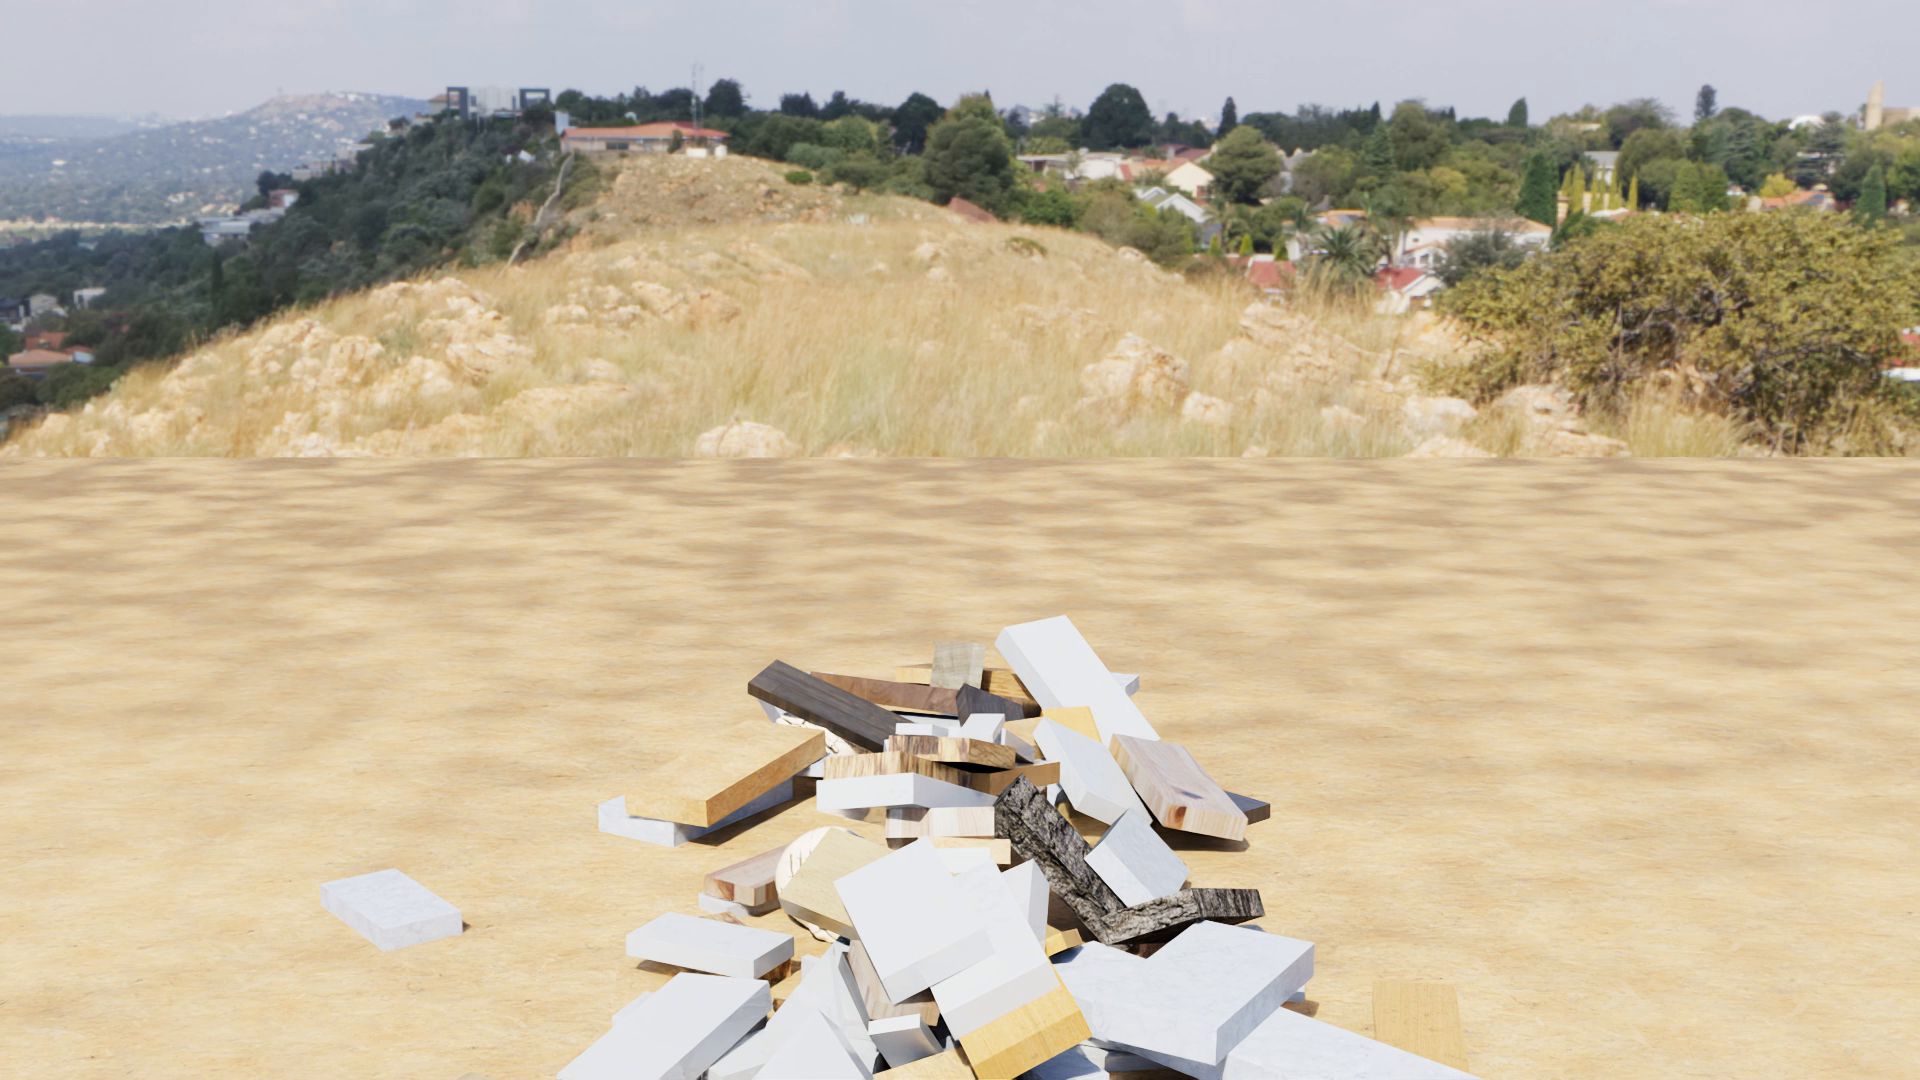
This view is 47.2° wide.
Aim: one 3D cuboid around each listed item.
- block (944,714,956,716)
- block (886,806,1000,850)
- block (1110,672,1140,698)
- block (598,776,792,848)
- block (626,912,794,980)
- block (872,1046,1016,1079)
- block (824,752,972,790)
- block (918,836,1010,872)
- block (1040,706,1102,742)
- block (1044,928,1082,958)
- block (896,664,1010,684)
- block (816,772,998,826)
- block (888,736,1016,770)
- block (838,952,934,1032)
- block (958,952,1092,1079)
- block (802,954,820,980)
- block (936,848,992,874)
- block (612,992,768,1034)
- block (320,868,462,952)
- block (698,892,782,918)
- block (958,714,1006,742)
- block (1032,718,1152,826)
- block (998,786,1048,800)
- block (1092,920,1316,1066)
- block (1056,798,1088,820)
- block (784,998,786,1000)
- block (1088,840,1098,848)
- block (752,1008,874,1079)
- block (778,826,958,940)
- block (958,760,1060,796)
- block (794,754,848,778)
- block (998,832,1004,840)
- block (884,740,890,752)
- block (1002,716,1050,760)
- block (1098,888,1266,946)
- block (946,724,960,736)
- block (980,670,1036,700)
[{"bbox_3d":[0.018,0.388,4.664,0.118,0.034,0.478,0,11,2],"label":"block"},{"bbox_3d":[-0.016,0.504,3.435,0.163,0.046,0.326,-2,-30,4],"label":"block"},{"bbox_3d":[0.277,0.326,4.996,0.237,0.034,0.118,4,11,20],"label":"block"},{"bbox_3d":[-0.488,0.486,4.092,0.175,0.050,0.351,7,12,32],"label":"block"},{"bbox_3d":[-0.375,0.609,3.303,0.226,0.032,0.113,5,12,27],"label":"block"},{"bbox_3d":[-0.037,0.716,2.803,0.234,0.033,0.117,-8,32,-37],"label":"block"},{"bbox_3d":[-0.094,0.371,3.440,0.130,0.037,0.261,-7,-16,24],"label":"block"},{"bbox_3d":[-0.004,0.531,3.395,0.138,0.039,0.276,3,-30,-3],"label":"block"},{"bbox_3d":[0.229,0.408,4.307,0.099,0.028,0.198,-3,41,-14],"label":"block"},{"bbox_3d":[0.087,0.601,3.139,0.166,0.024,0.083,-27,-14,14],"label":"block"},{"bbox_3d":[-0.016,0.308,5.002,0.237,0.034,0.118,2,2,36],"label":"block"},{"bbox_3d":[-0.074,0.413,3.437,0.163,0.046,0.326,-7,-16,24],"label":"block"},{"bbox_3d":[-0.010,0.342,3.527,0.131,0.037,0.261,0,-8,18],"label":"block"},{"bbox_3d":[-0.100,0.608,2.955,0.090,0.025,0.179,9,14,-18],"label":"block"},{"bbox_3d":[0.054,0.595,2.885,0.151,0.043,0.302,-27,22,-6],"label":"block"},{"bbox_3d":[-0.192,0.647,3.220,0.015,0.052,0.104,-10,15,-44],"label":"block"},{"bbox_3d":[-0.013,0.541,3.330,0.138,0.039,0.276,-2,-32,5],"label":"block"},{"bbox_3d":[-0.381,0.681,3.103,0.194,0.028,0.097,4,11,21],"label":"block"},{"bbox_3d":[-0.919,0.594,3.546,0.131,0.037,0.261,-8,13,-37],"label":"block"},{"bbox_3d":[-0.336,0.587,3.622,0.169,0.024,0.085,-8,13,-38],"label":"block"},{"bbox_3d":[0.036,0.309,3.607,0.057,0.016,0.113,-1,11,12],"label":"block"},{"bbox_3d":[0.241,0.435,4.052,0.146,0.041,0.292,26,14,-23],"label":"block"},{"bbox_3d":[0.073,0.439,3.798,0.120,0.034,0.240,0,-2,11],"label":"block"},{"bbox_3d":[0.333,0.604,2.965,0.174,0.049,0.348,7,12,29],"label":"block"},{"bbox_3d":[0.197,0.491,4.120,0.211,0.030,0.106,-5,12,-24],"label":"block"},{"bbox_3d":[-0.211,0.664,3.158,0.095,0.014,0.048,-7,12,-32],"label":"block"},{"bbox_3d":[0.268,0.548,3.857,0.050,0.014,0.101,-7,13,-34],"label":"block"},{"bbox_3d":[-0.176,0.700,2.712,0.148,0.042,0.296,-47,20,-5],"label":"block"},{"bbox_3d":[-0.109,0.514,3.150,0.276,0.039,0.138,15,51,32],"label":"block"},{"bbox_3d":[0.051,0.401,3.723,0.130,0.037,0.359,0,-2,21],"label":"block"},{"bbox_3d":[-0.260,0.430,4.197,0.192,0.023,0.080,2,11,12],"label":"block"},{"bbox_3d":[-0.008,0.508,3.621,0.163,0.046,0.326,0,-14,1],"label":"block"},{"bbox_3d":[-0.079,0.448,4.124,0.097,0.027,0.194,-2,38,-13],"label":"block"},{"bbox_3d":[0.125,0.382,4.207,0.213,0.030,0.107,-3,22,-45],"label":"block"},{"bbox_3d":[0.335,0.562,3.282,0.149,0.042,0.298,-22,-17,22],"label":"block"},{"bbox_3d":[0.042,0.390,4.309,0.080,0.023,0.159,42,27,27],"label":"block"},{"bbox_3d":[0.154,0.320,4.717,0.175,0.050,0.351,5,-5,26],"label":"block"}]
